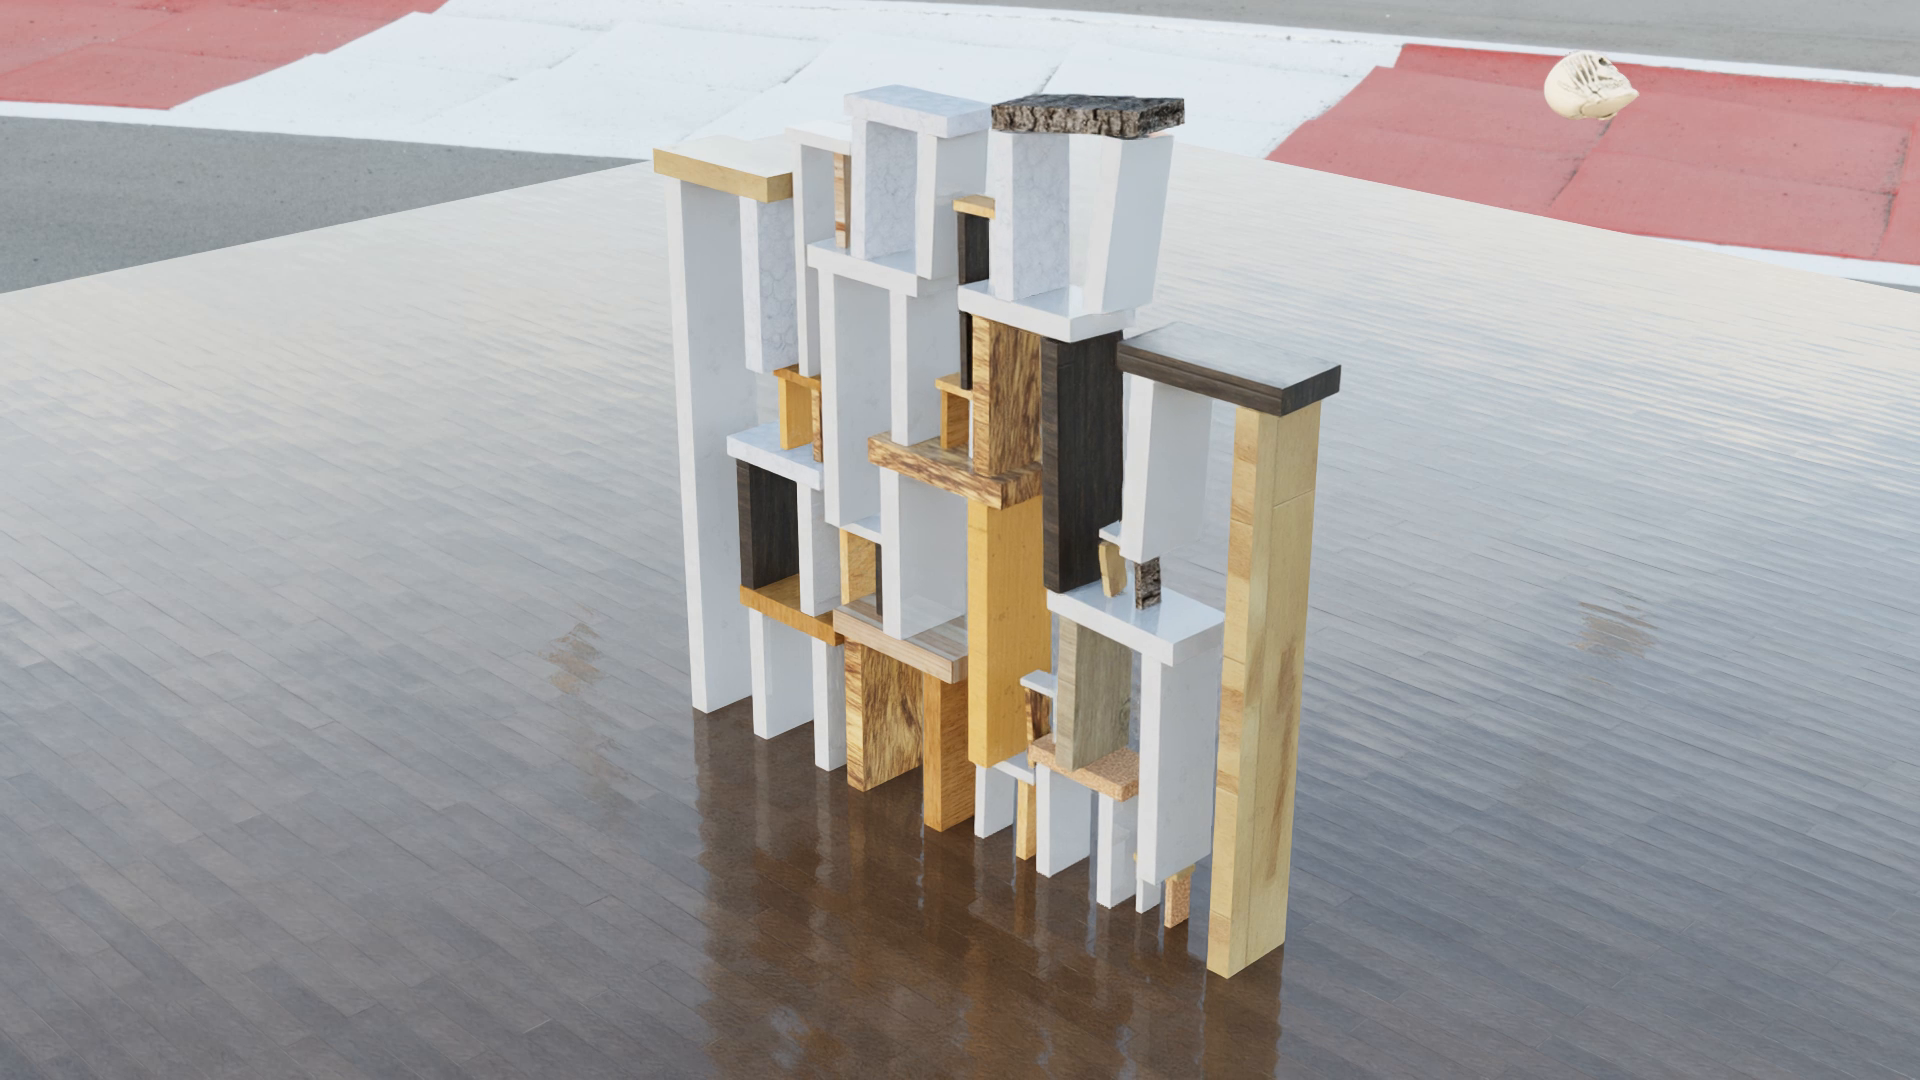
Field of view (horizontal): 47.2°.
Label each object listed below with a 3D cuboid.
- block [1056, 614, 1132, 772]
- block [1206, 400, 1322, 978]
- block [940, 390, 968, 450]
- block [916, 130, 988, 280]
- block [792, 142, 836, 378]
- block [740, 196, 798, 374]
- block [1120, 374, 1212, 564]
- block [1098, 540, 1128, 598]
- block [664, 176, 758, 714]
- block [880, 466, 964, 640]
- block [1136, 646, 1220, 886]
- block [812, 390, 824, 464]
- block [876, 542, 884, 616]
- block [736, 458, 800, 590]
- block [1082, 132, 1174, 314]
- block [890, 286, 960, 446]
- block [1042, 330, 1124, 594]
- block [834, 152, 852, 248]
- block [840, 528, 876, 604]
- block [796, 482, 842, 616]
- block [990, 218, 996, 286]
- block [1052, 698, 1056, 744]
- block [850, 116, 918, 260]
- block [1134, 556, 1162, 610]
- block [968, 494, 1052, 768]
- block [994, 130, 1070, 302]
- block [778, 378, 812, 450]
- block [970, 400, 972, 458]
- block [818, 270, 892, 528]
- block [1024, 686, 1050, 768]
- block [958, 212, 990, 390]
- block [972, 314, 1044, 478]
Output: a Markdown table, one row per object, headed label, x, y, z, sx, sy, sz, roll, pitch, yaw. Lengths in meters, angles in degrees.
| label | x | y | z | sx | sy | sz | roll | pitch | yaw |
| --- | --- | --- | --- | --- | --- | --- | --- | --- | --- |
| block | 0.249 | 0.260 | 4.062 | 0.155 | 0.310 | 0.044 | -21 | 31 | -39 |
| block | 0.519 | 0.259 | 3.778 | 0.047 | 1.072 | 0.167 | 21 | 31 | 41 |
| block | -0.010 | -0.234 | 4.138 | 0.016 | 0.115 | 0.058 | 22 | 31 | 39 |
| block | -0.014 | -0.613 | 3.973 | 0.037 | 0.263 | 0.131 | 25 | 34 | 39 |
| block | -0.279 | -0.553 | 4.300 | 0.026 | 0.468 | 0.090 | 21 | 31 | 40 |
| block | -0.348 | -0.524 | 4.379 | 0.176 | 0.353 | 0.050 | -21 | 31 | -41 |
| block | 0.356 | -0.141 | 3.770 | 0.047 | 0.333 | 0.167 | 23 | 32 | 39 |
| block | 0.273 | 0.045 | 3.920 | 0.015 | 0.103 | 0.052 | 14 | 35 | 38 |
| block | -0.514 | -0.199 | 4.697 | 0.050 | 1.198 | 0.176 | 21 | 31 | 41 |
| block | -0.072 | 0.004 | 4.304 | 0.176 | 0.352 | 0.050 | -21 | 30 | -40 |
| block | 0.391 | 0.389 | 3.952 | 0.155 | 0.457 | 0.044 | -21 | 31 | -39 |
| block | -0.260 | -0.238 | 4.407 | 0.076 | 0.153 | 0.022 | -21 | 31 | -40 |
| block | -0.132 | 0.069 | 4.401 | 0.078 | 0.157 | 0.022 | -21 | 31 | -40 |
| block | -0.398 | -0.052 | 4.637 | 0.041 | 0.287 | 0.144 | 21 | 31 | 41 |
| block | 0.282 | -0.535 | 3.700 | 0.041 | 0.292 | 0.146 | 21 | 25 | 36 |
| block | -0.062 | -0.340 | 4.153 | 0.042 | 0.299 | 0.149 | 21 | 31 | 40 |
| block | 0.218 | -0.145 | 3.891 | 0.150 | 0.471 | 0.043 | -19 | 29 | -33 |
| block | -0.195 | -0.651 | 4.163 | 0.026 | 0.181 | 0.090 | 21 | 31 | 40 |
| block | -0.206 | 0.061 | 4.479 | 0.022 | 0.203 | 0.078 | 21 | 31 | 41 |
| block | -0.263 | 0.001 | 4.512 | 0.144 | 0.287 | 0.041 | -21 | 31 | -41 |
| block | 0.084 | -0.517 | 3.913 | 0.061 | 0.122 | 0.017 | -18 | 28 | -37 |
| block | 0.196 | 0.334 | 4.155 | 0.014 | 0.099 | 0.049 | 19 | 31 | 38 |
| block | -0.141 | -0.663 | 4.086 | 0.131 | 0.263 | 0.037 | -21 | 34 | -41 |
| block | 0.331 | 0.066 | 3.879 | 0.052 | 0.104 | 0.015 | -22 | 27 | -39 |
| block | 0.096 | 0.157 | 4.190 | 0.176 | 0.546 | 0.050 | -21 | 31 | -40 |
| block | 0.126 | -0.572 | 3.817 | 0.041 | 0.292 | 0.146 | 20 | 30 | 41 |
| block | -0.331 | -0.266 | 4.474 | 0.077 | 0.153 | 0.022 | -21 | 31 | -40 |
| block | 0.044 | -0.214 | 4.089 | 0.016 | 0.115 | 0.058 | 23 | 32 | 39 |
| block | -0.202 | -0.292 | 4.325 | 0.042 | 0.522 | 0.149 | 21 | 31 | 41 |
| block | 0.150 | 0.350 | 4.213 | 0.050 | 0.171 | 0.014 | -22 | 27 | -40 |
| block | 0.027 | -0.439 | 4.002 | 0.061 | 0.334 | 0.017 | -21 | 30 | -38 |
| block | 0.092 | -0.278 | 4.004 | 0.150 | 0.301 | 0.043 | -20 | 30 | -39 |
